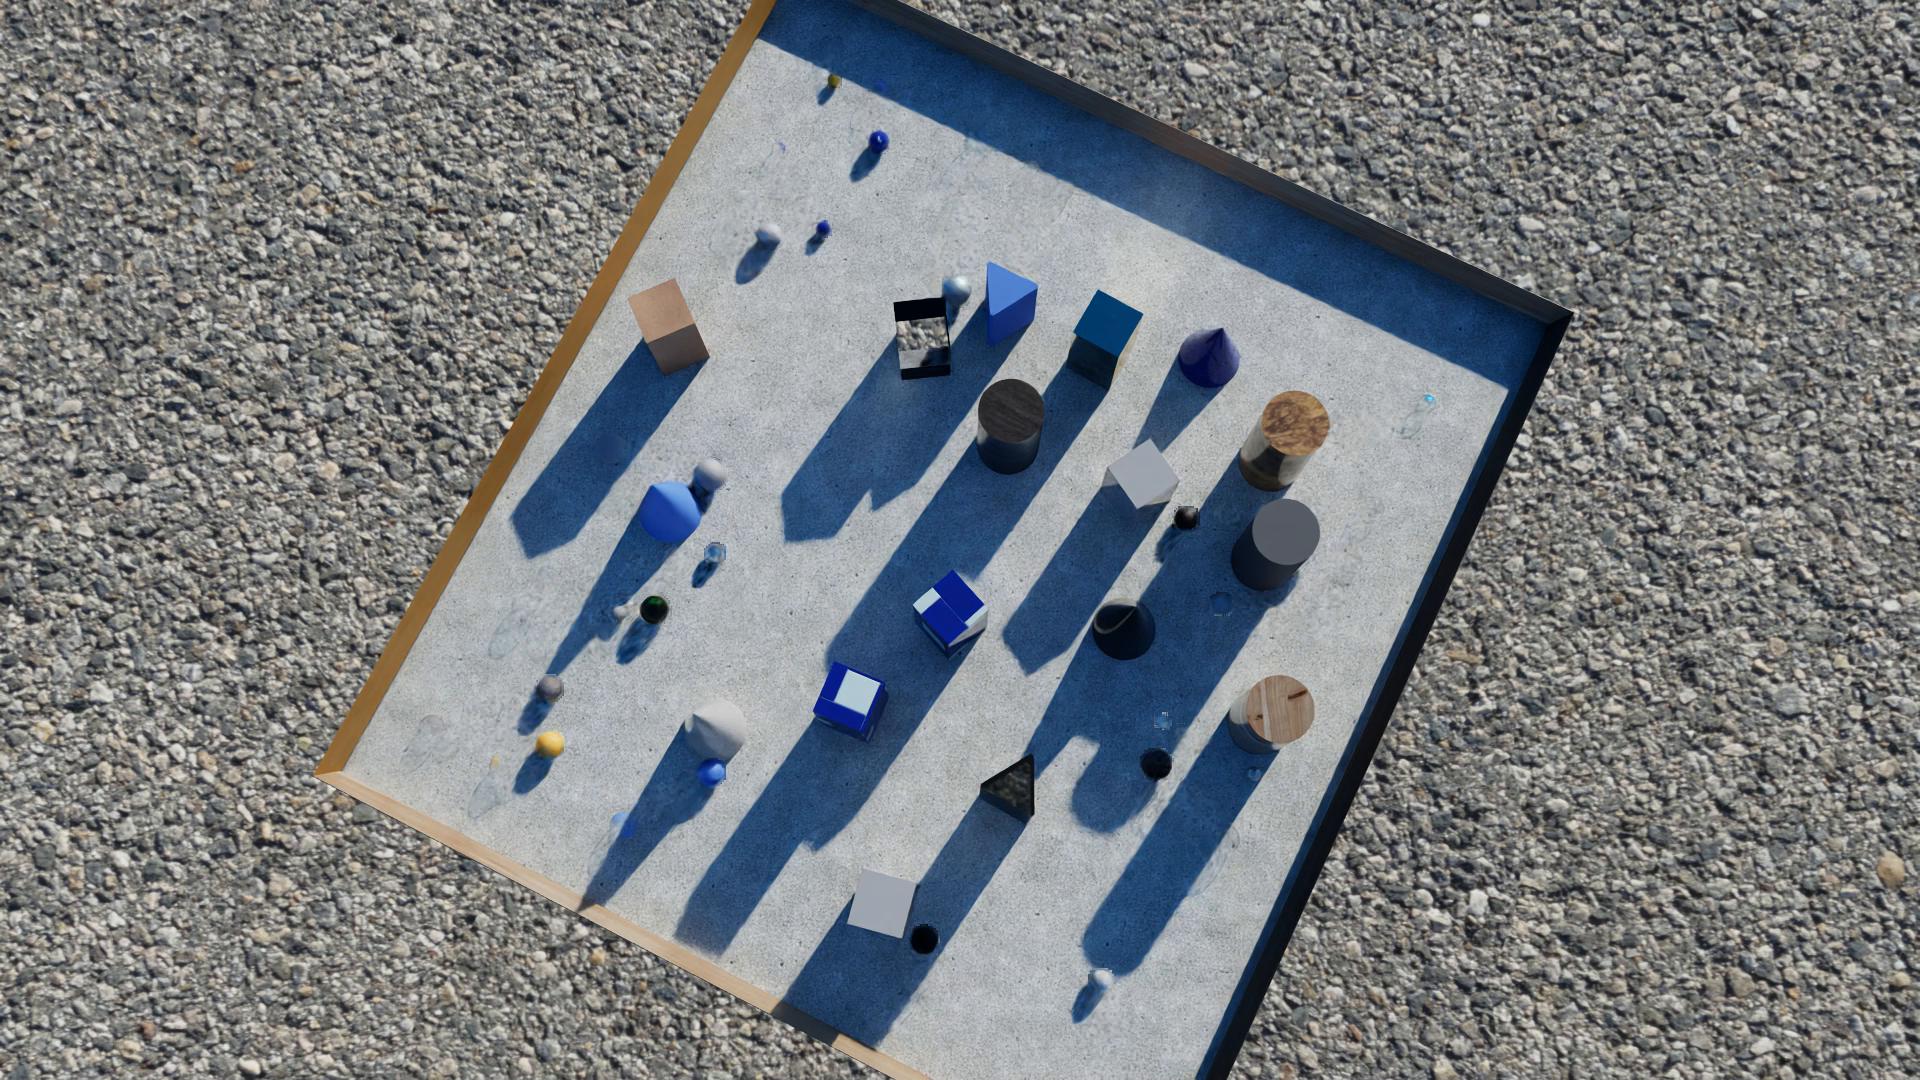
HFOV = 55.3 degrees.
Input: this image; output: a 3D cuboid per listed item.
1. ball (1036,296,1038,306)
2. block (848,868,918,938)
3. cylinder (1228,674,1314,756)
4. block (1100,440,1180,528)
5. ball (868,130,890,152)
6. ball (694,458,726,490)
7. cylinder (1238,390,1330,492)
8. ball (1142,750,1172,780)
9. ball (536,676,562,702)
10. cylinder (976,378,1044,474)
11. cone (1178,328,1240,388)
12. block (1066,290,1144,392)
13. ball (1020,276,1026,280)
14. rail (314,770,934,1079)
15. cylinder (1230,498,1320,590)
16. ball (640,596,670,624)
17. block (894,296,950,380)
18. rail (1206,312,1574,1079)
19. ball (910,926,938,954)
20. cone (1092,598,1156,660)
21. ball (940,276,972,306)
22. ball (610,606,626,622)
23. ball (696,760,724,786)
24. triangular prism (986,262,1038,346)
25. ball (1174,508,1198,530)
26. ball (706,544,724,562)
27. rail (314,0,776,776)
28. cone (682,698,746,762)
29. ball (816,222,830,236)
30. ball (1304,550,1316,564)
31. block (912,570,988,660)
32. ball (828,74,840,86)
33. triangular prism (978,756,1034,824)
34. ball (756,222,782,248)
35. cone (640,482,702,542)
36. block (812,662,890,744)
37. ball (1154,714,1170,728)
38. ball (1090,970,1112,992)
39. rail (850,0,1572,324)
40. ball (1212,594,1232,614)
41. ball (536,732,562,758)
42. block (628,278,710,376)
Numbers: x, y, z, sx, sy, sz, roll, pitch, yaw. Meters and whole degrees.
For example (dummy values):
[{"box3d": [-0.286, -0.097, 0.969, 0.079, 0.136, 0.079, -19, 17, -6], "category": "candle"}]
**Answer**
[{"box3d": [0.213, -0.755, 5.738, 0.068, 0.068, 0.068, 0, 78, 0], "category": "ball"}, {"box3d": [-0.214, 1.034, 5.207, 0.154, 0.383, 0.154, 15, 79, 3], "category": "block"}, {"box3d": [0.898, 0.512, 5.320, 0.193, 0.372, 0.193, 0, 78, 0], "category": "cylinder"}, {"box3d": [0.540, -0.168, 5.517, 0.154, 0.263, 0.154, -33, 80, -6], "category": "block"}, {"box3d": [-0.259, -1.272, 5.845, 0.067, 0.067, 0.067, 0, 78, 0], "category": "ball"}, {"box3d": [-0.766, -0.201, 5.609, 0.096, 0.096, 0.096, 0, 78, 0], "category": "ball"}, {"box3d": [0.957, -0.288, 5.447, 0.193, 0.448, 0.193, 0, 78, 0], "category": "cylinder"}, {"box3d": [0.584, 0.665, 5.434, 0.089, 0.089, 0.089, 0, 78, 0], "category": "ball"}, {"box3d": [-1.230, 0.445, 5.486, 0.074, 0.074, 0.074, 0, 78, 0], "category": "ball"}, {"box3d": [0.148, -0.335, 5.489, 0.193, 0.386, 0.193, 0, 78, 0], "category": "cylinder"}, {"box3d": [0.780, -0.599, 5.585, 0.193, 0.305, 0.193, 0, 78, 0], "category": "cone"}, {"box3d": [0.436, -0.603, 5.562, 0.154, 0.350, 0.154, 29, 80, 6], "category": "block"}, {"box3d": [0.186, -0.805, 5.756, 0.051, 0.051, 0.051, 0, 78, 0], "category": "ball"}, {"box3d": [-0.651, 1.282, 5.286, 2.746, 0.125, 0.045, 26, 80, 5], "category": "rail"}, {"box3d": [0.924, 0.019, 5.398, 0.193, 0.420, 0.193, 0, 78, 0], "category": "cylinder"}, {"box3d": [-0.921, 0.211, 5.529, 0.087, 0.087, 0.087, 0, 78, 0], "category": "ball"}, {"box3d": [-0.114, -0.612, 5.591, 0.154, 0.298, 0.154, -6, 78, -1], "category": "block"}, {"box3d": [1.207, 0.598, 5.428, 0.045, 0.125, 2.961, 26, 80, 5], "category": "rail"}, {"box3d": [-0.105, 1.166, 5.335, 0.079, 0.079, 0.079, 0, 78, 0], "category": "ball"}, {"box3d": [0.498, 0.229, 5.366, 0.193, 0.397, 0.193, 0, 78, 0], "category": "cone"}, {"box3d": [-0.012, -0.780, 5.729, 0.095, 0.095, 0.095, 0, 78, 0], "category": "ball"}, {"box3d": [-1.033, 0.222, 5.547, 0.047, 0.047, 0.047, 0, 78, 0], "category": "ball"}, {"box3d": [-0.741, 0.690, 5.433, 0.080, 0.080, 0.080, 0, 78, 0], "category": "ball"}, {"box3d": [0.124, -0.741, 5.615, 0.167, 0.304, 0.145, -33, 80, -6], "category": "triangular prism"}, {"box3d": [0.690, -0.064, 5.593, 0.072, 0.072, 0.072, 0, 78, 0], "category": "ball"}, {"box3d": [-0.746, 0.042, 5.580, 0.055, 0.055, 0.055, 0, 78, 0], "category": "ball"}, {"box3d": [-1.207, -0.584, 5.672, 0.045, 0.125, 2.961, 26, 80, 5], "category": "rail"}, {"box3d": [-0.735, 0.524, 5.273, 0.193, 0.460, 0.193, 0, 78, 0], "category": "cone"}, {"box3d": [-0.432, -0.985, 5.797, 0.046, 0.046, 0.046, 0, 78, 0], "category": "ball"}, {"box3d": [1.049, 0.043, 5.553, 0.058, 0.058, 0.058, 0, 78, 0], "category": "ball"}, {"box3d": [-0.027, 0.225, 5.401, 0.154, 0.331, 0.154, -41, 81, -8], "category": "block"}, {"box3d": [-0.408, -1.480, 5.902, 0.041, 0.041, 0.041, 0, 78, 0], "category": "ball"}, {"box3d": [0.164, 0.697, 5.244, 0.167, 0.446, 0.145, 29, 80, 6], "category": "triangular prism"}, {"box3d": [-0.600, -0.960, 5.774, 0.081, 0.081, 0.081, 0, 78, 0], "category": "ball"}, {"box3d": [-0.889, -0.124, 5.458, 0.193, 0.360, 0.193, 0, 78, 0], "category": "cone"}, {"box3d": [-0.314, 0.477, 5.334, 0.154, 0.361, 0.154, 22, 79, 4], "category": "block"}, {"box3d": [0.605, 0.543, 5.482, 0.044, 0.044, 0.044, 0, 78, 0], "category": "ball"}, {"box3d": [0.409, 1.280, 5.318, 0.065, 0.065, 0.065, 0, 78, 0], "category": "ball"}, {"box3d": [0.651, -1.269, 5.814, 2.746, 0.125, 0.045, 26, 80, 5], "category": "rail"}, {"box3d": [0.791, 0.195, 5.544, 0.063, 0.063, 0.063, 0, 78, 0], "category": "ball"}, {"box3d": [-1.222, 0.608, 5.450, 0.079, 0.079, 0.079, 0, 78, 0], "category": "ball"}, {"box3d": [-0.884, -0.644, 5.578, 0.154, 0.336, 0.154, -24, 79, -5], "category": "block"}]
